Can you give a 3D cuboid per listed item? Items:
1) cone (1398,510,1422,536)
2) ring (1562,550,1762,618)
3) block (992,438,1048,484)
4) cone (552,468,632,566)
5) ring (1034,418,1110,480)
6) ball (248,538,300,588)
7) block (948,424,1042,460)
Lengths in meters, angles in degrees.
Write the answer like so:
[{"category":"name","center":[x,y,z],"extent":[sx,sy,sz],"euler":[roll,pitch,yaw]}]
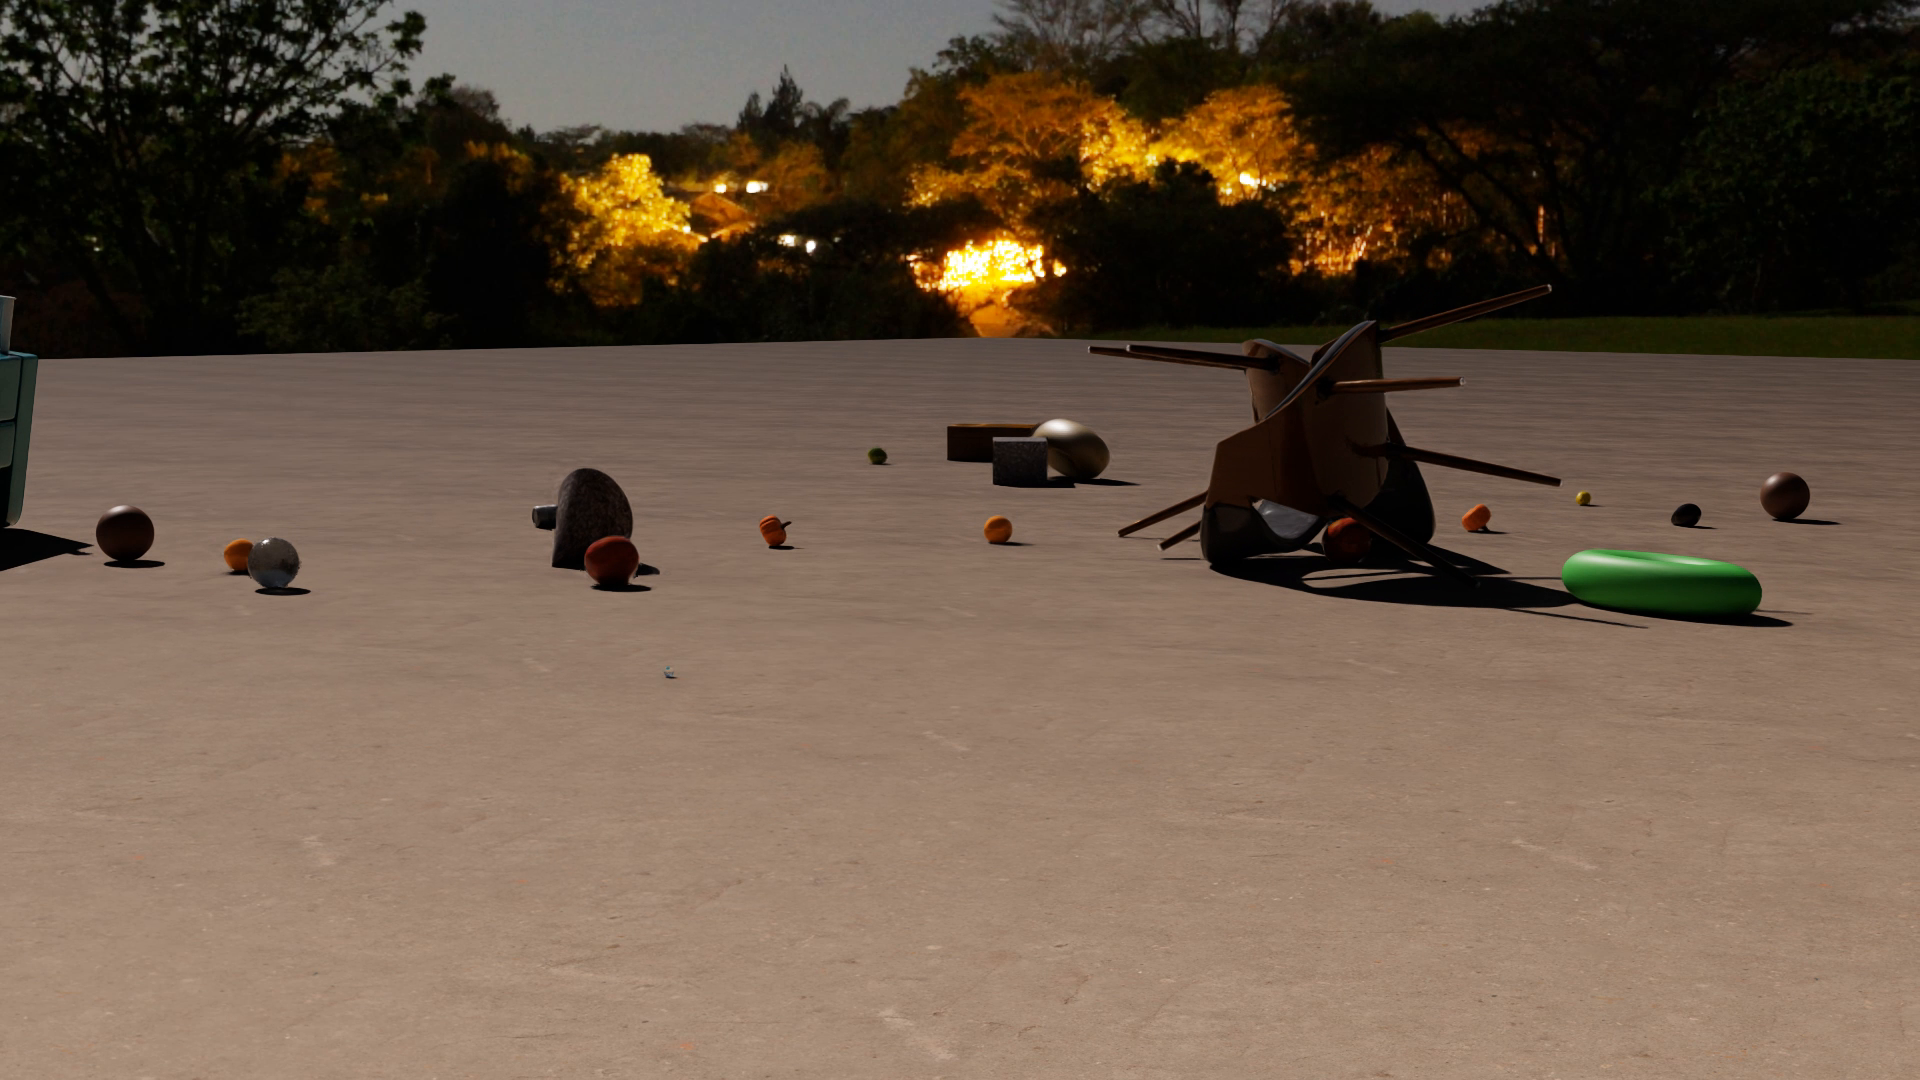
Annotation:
[{"category":"cone","center":[1.136,-0.031,6.561],"extent":[0.070,0.067,0.076],"euler":[39,-25,0]},{"category":"ring","center":[1.381,0.086,5.069],"extent":[0.208,0.105,0.455],"euler":[-3,7,-37]},{"category":"block","center":[0.191,-0.253,8.202],"extent":[0.172,0.137,0.210],"euler":[0,6,1]},{"category":"cone","center":[-0.886,-0.001,5.877],"extent":[0.196,0.294,0.195],"euler":[28,49,6]},{"category":"ring","center":[0.360,-0.296,8.333],"extent":[0.114,0.207,0.380],"euler":[-43,25,-14]},{"category":"ball","center":[-1.449,0.049,5.414],"extent":[0.107,0.107,0.107],"euler":[0,6,0]},{"category":"block","center":[0.126,-0.352,9.244],"extent":[0.306,0.120,0.198],"euler":[1,6,14]}]
